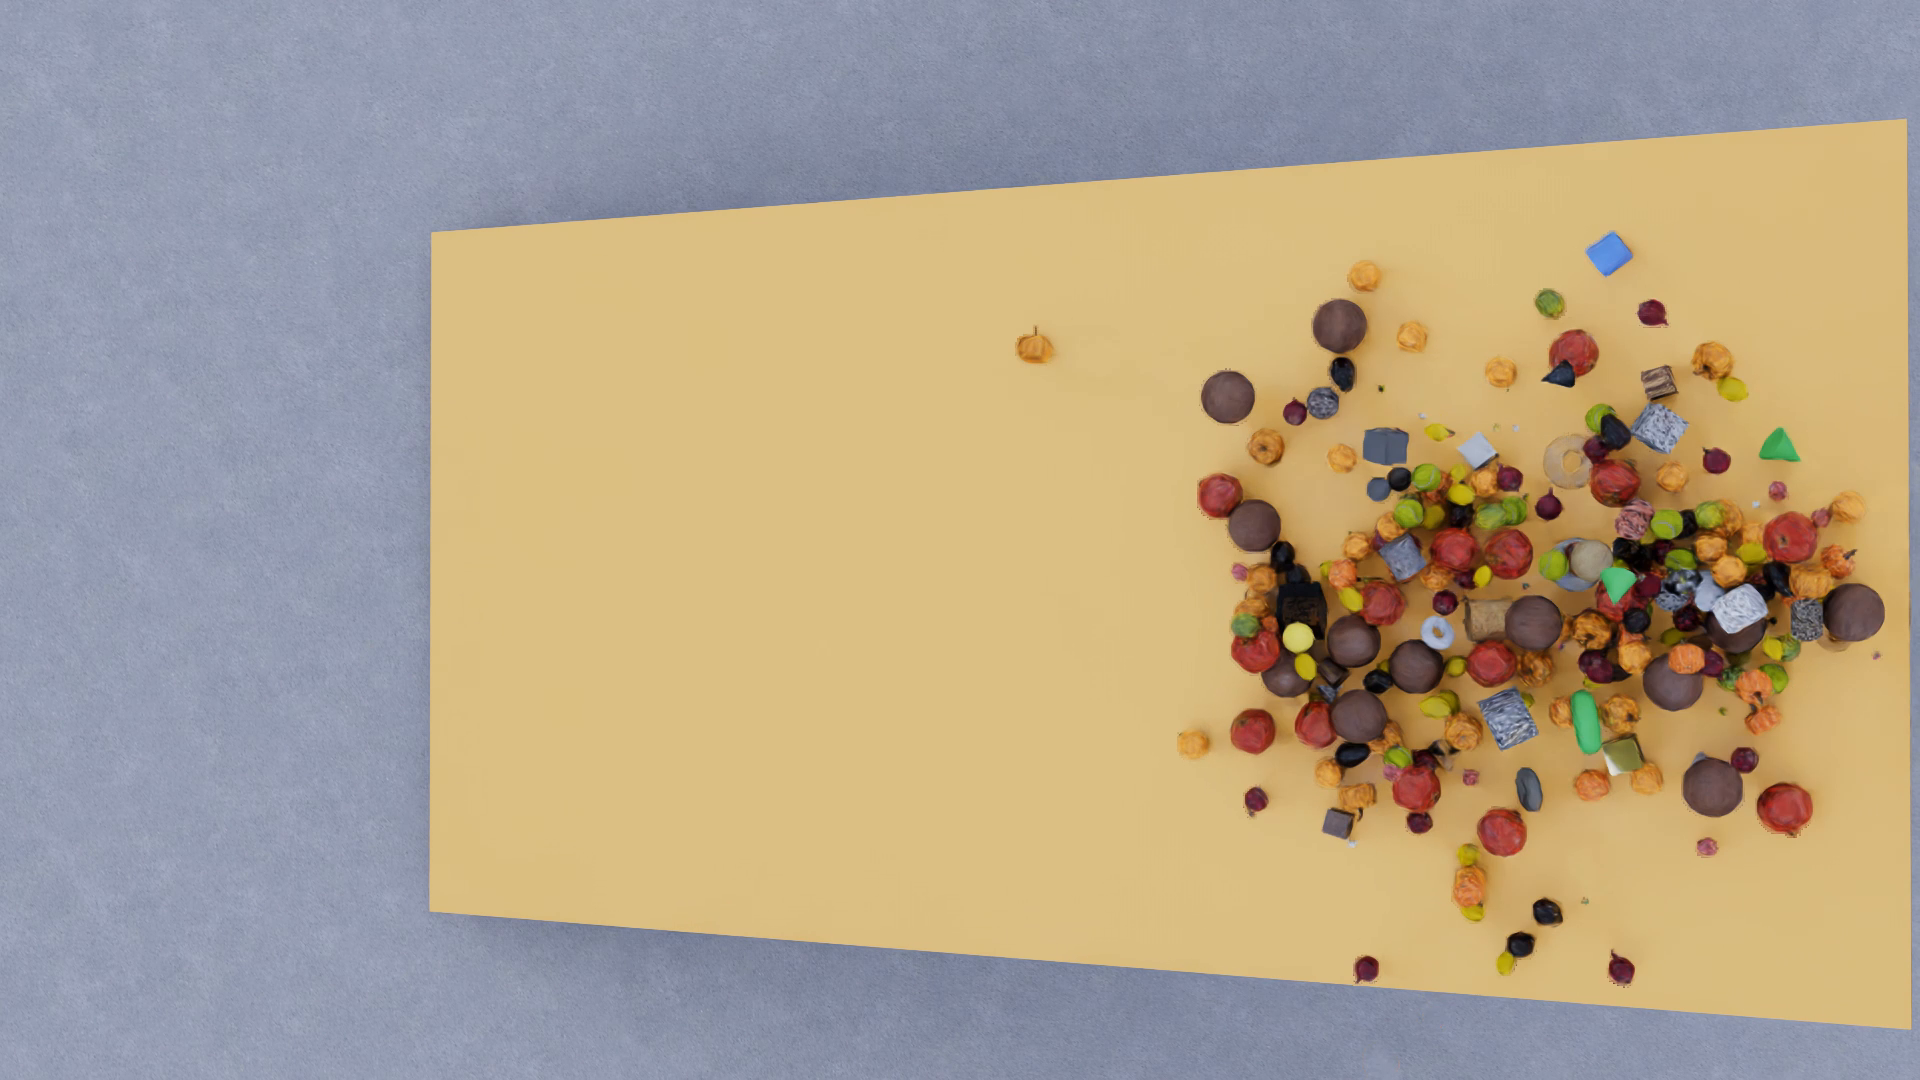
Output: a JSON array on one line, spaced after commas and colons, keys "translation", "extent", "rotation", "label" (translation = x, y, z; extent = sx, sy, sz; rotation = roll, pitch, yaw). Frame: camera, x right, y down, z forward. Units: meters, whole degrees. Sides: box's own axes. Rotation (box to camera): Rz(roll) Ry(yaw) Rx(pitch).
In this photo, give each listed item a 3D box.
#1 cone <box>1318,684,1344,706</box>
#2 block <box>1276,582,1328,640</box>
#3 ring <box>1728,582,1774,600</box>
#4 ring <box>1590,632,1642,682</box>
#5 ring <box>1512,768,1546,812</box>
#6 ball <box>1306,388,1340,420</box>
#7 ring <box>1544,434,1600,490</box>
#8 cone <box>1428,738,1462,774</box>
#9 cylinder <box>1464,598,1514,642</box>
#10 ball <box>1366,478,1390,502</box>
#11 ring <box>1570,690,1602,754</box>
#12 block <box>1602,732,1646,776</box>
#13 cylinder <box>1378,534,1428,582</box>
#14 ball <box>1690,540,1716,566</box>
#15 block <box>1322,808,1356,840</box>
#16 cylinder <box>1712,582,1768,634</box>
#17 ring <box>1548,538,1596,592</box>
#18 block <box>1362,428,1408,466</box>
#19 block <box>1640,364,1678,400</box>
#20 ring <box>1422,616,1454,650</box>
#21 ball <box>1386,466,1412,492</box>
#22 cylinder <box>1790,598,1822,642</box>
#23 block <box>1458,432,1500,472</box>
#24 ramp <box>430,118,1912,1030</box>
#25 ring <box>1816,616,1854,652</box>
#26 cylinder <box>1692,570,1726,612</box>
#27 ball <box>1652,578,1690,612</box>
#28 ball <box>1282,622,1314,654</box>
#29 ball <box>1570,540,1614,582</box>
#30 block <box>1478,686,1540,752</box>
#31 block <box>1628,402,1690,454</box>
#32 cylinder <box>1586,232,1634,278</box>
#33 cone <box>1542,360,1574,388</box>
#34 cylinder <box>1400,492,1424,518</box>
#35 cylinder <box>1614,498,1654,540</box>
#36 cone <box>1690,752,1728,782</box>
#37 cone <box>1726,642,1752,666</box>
[{"translation": [0.908, 0.366, 5.344], "extent": [0.056, 0.056, 0.056], "rotation": [-29, 89, -6], "label": "cone"}, {"translation": [0.827, 0.175, 5.317], "extent": [0.099, 0.099, 0.099], "rotation": [-5, 45, 21], "label": "block"}, {"translation": [1.754, 0.113, 4.875], "extent": [0.101, 0.101, 0.034], "rotation": [5, 97, 0], "label": "ring"}, {"translation": [1.510, 0.268, 5.066], "extent": [0.115, 0.038, 0.115], "rotation": [-1, 88, 24], "label": "ring"}, {"translation": [1.324, 0.581, 5.116], "extent": [0.035, 0.106, 0.106], "rotation": [-18, 89, -17], "label": "ring"}, {"translation": [0.881, -0.331, 5.335], "extent": [0.079, 0.079, 0.079], "rotation": [0, 89, 0], "label": "ball"}, {"translation": [1.420, -0.182, 5.108], "extent": [0.131, 0.044, 0.131], "rotation": [-2, 87, 28], "label": "ring"}, {"translation": [1.158, 0.524, 5.224], "extent": [0.078, 0.078, 0.078], "rotation": [-13, 112, 0], "label": "cone"}, {"translation": [1.238, 0.187, 5.141], "extent": [0.098, 0.098, 0.098], "rotation": [-3, 89, 3], "label": "cylinder"}, {"translation": [0.988, -0.119, 5.193], "extent": [0.058, 0.058, 0.058], "rotation": [0, 89, 0], "label": "ball"}, {"translation": [1.408, 0.410, 4.945], "extent": [0.049, 0.146, 0.146], "rotation": [-10, 89, 11], "label": "ring"}, {"translation": [1.519, 0.490, 5.036], "extent": [0.073, 0.073, 0.073], "rotation": [-18, 88, 22], "label": "block"}, {"translation": [1.032, 0.040, 5.124], "extent": [0.081, 0.081, 0.081], "rotation": [-32, 93, 0], "label": "cylinder"}, {"translation": [1.681, 0.030, 4.981], "extent": [0.056, 0.056, 0.056], "rotation": [0, 89, 0], "label": "ball"}, {"translation": [0.916, 0.685, 5.320], "extent": [0.057, 0.057, 0.057], "rotation": [17, 96, 24], "label": "block"}, {"translation": [1.694, 0.149, 4.778], "extent": [0.083, 0.083, 0.083], "rotation": [-37, 89, 34], "label": "cylinder"}, {"translation": [1.429, 0.058, 5.103], "extent": [0.126, 0.042, 0.126], "rotation": [-2, 85, 28], "label": "ring"}, {"translation": [0.997, -0.220, 5.156], "extent": [0.072, 0.072, 0.072], "rotation": [-5, 106, -34], "label": "block"}, {"translation": [1.596, -0.359, 5.021], "extent": [0.062, 0.062, 0.062], "rotation": [-18, 82, 23], "label": "block"}, {"translation": [1.114, 0.217, 5.127], "extent": [0.084, 0.028, 0.084], "rotation": [7, 64, -15], "label": "ring"}, {"translation": [1.052, -0.146, 5.266], "extent": [0.059, 0.059, 0.059], "rotation": [0, 89, 0], "label": "ball"}, {"translation": [1.836, 0.173, 4.769], "extent": [0.066, 0.066, 0.066], "rotation": [19, 50, 0], "label": "cylinder"}, {"translation": [1.223, -0.208, 5.183], "extent": [0.064, 0.064, 0.064], "rotation": [-39, 74, 14], "label": "block"}, {"translation": [0.283, 0.083, 5.699], "extent": [4.000, 0.100, 2.000], "rotation": [0, 89, 24], "label": "ramp"}, {"translation": [1.938, 0.209, 4.873], "extent": [0.081, 0.027, 0.081], "rotation": [-2, 82, 11], "label": "ring"}, {"translation": [1.667, 0.113, 4.901], "extent": [0.070, 0.070, 0.070], "rotation": [2, 121, 4], "label": "cylinder"}, {"translation": [1.596, 0.122, 4.936], "extent": [0.077, 0.077, 0.077], "rotation": [0, 89, 0], "label": "ball"}, {"translation": [0.808, 0.234, 5.254], "extent": [0.075, 0.075, 0.075], "rotation": [0, 89, 0], "label": "ball"}, {"translation": [1.432, 0.046, 4.984], "extent": [0.097, 0.097, 0.097], "rotation": [0, 89, 0], "label": "ball"}, {"translation": [1.256, 0.408, 5.035], "extent": [0.096, 0.096, 0.096], "rotation": [-26, 101, 12], "label": "block"}, {"translation": [1.585, -0.254, 4.988], "extent": [0.083, 0.083, 0.083], "rotation": [33, 95, -3], "label": "block"}, {"translation": [1.495, -0.658, 5.062], "extent": [0.077, 0.077, 0.077], "rotation": [-37, 89, 20], "label": "cylinder"}, {"translation": [1.340, -0.367, 4.957], "extent": [0.065, 0.065, 0.065], "rotation": [-13, 89, -13], "label": "cone"}, {"translation": [1.081, -0.085, 5.256], "extent": [0.052, 0.052, 0.052], "rotation": [-9, 85, 0], "label": "cylinder"}, {"translation": [1.521, -0.047, 4.957], "extent": [0.069, 0.069, 0.069], "rotation": [43, 51, 0], "label": "cylinder"}, {"translation": [1.703, 0.527, 4.978], "extent": [0.074, 0.074, 0.074], "rotation": [23, 89, 10], "label": "cone"}, {"translation": [1.749, 0.257, 4.948], "extent": [0.057, 0.057, 0.057], "rotation": [0, 89, 24], "label": "cone"}]
